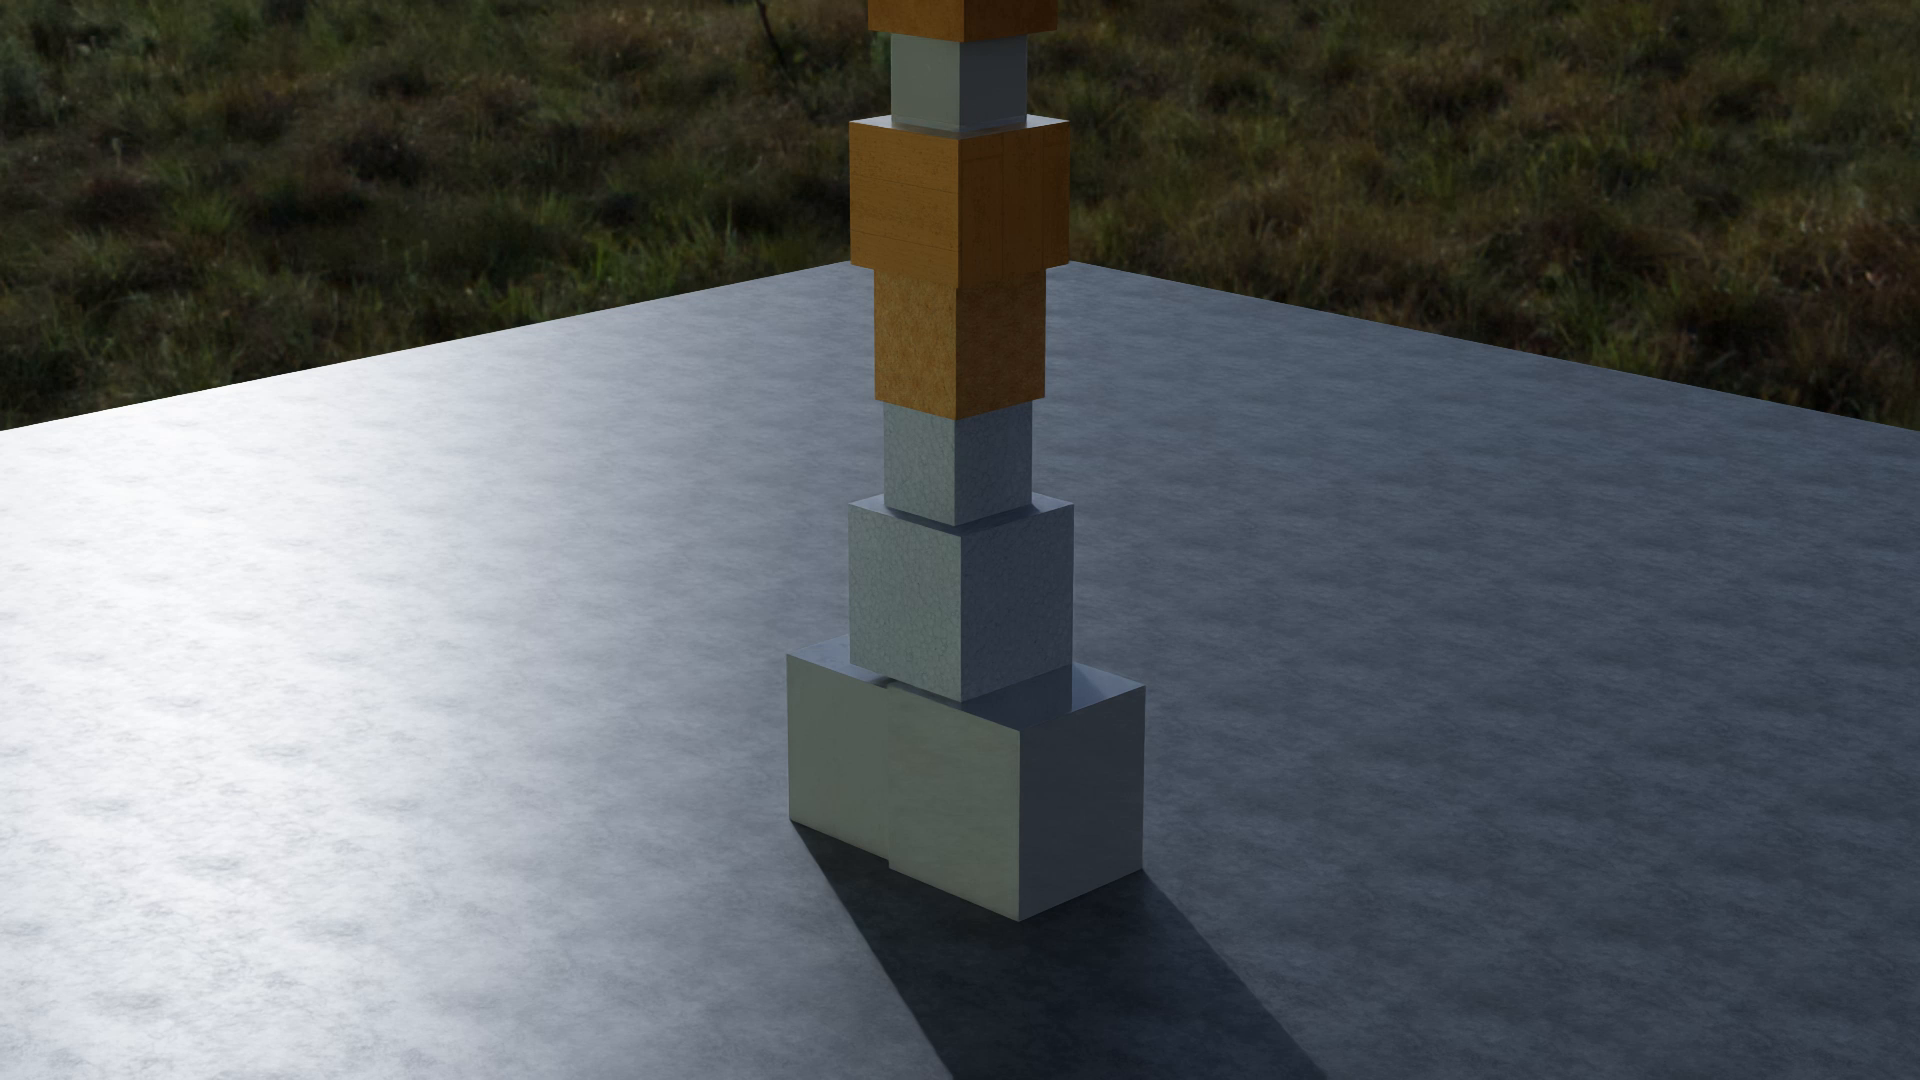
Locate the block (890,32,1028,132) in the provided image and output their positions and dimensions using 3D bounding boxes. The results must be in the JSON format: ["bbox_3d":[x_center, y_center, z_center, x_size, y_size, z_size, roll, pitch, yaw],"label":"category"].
[{"bbox_3d":[-0.004,-2.011,12.706,0.416,0.394,0.420,-17,24,-42],"label":"block"}]

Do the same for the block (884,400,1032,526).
[{"bbox_3d":[-0.009,-0.397,13.208,0.494,0.494,0.451,-17,24,-42],"label":"block"}]

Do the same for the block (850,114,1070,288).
[{"bbox_3d":[-0.001,-1.521,12.862,0.690,0.634,0.672,-17,24,-42],"label":"block"}]

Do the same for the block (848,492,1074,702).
[{"bbox_3d":[0.005,0.201,13.410,0.726,0.770,0.724,-17,24,-42],"label":"block"}]

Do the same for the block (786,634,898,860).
[{"bbox_3d":[-0.287,0.936,13.958,0.760,0.844,0.745,-17,24,-42],"label":"block"}]

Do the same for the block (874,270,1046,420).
[{"bbox_3d":[0.000,-0.927,13.051,0.565,0.612,0.512,-17,24,-42],"label":"block"}]

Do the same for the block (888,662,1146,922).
[{"bbox_3d":[0.256,1.084,13.390,0.821,0.902,0.831,-17,24,-42],"label":"block"}]

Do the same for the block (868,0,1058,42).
[{"bbox_3d":[0.012,-2.507,12.566,0.570,0.635,0.584,-17,24,-42],"label":"block"}]
